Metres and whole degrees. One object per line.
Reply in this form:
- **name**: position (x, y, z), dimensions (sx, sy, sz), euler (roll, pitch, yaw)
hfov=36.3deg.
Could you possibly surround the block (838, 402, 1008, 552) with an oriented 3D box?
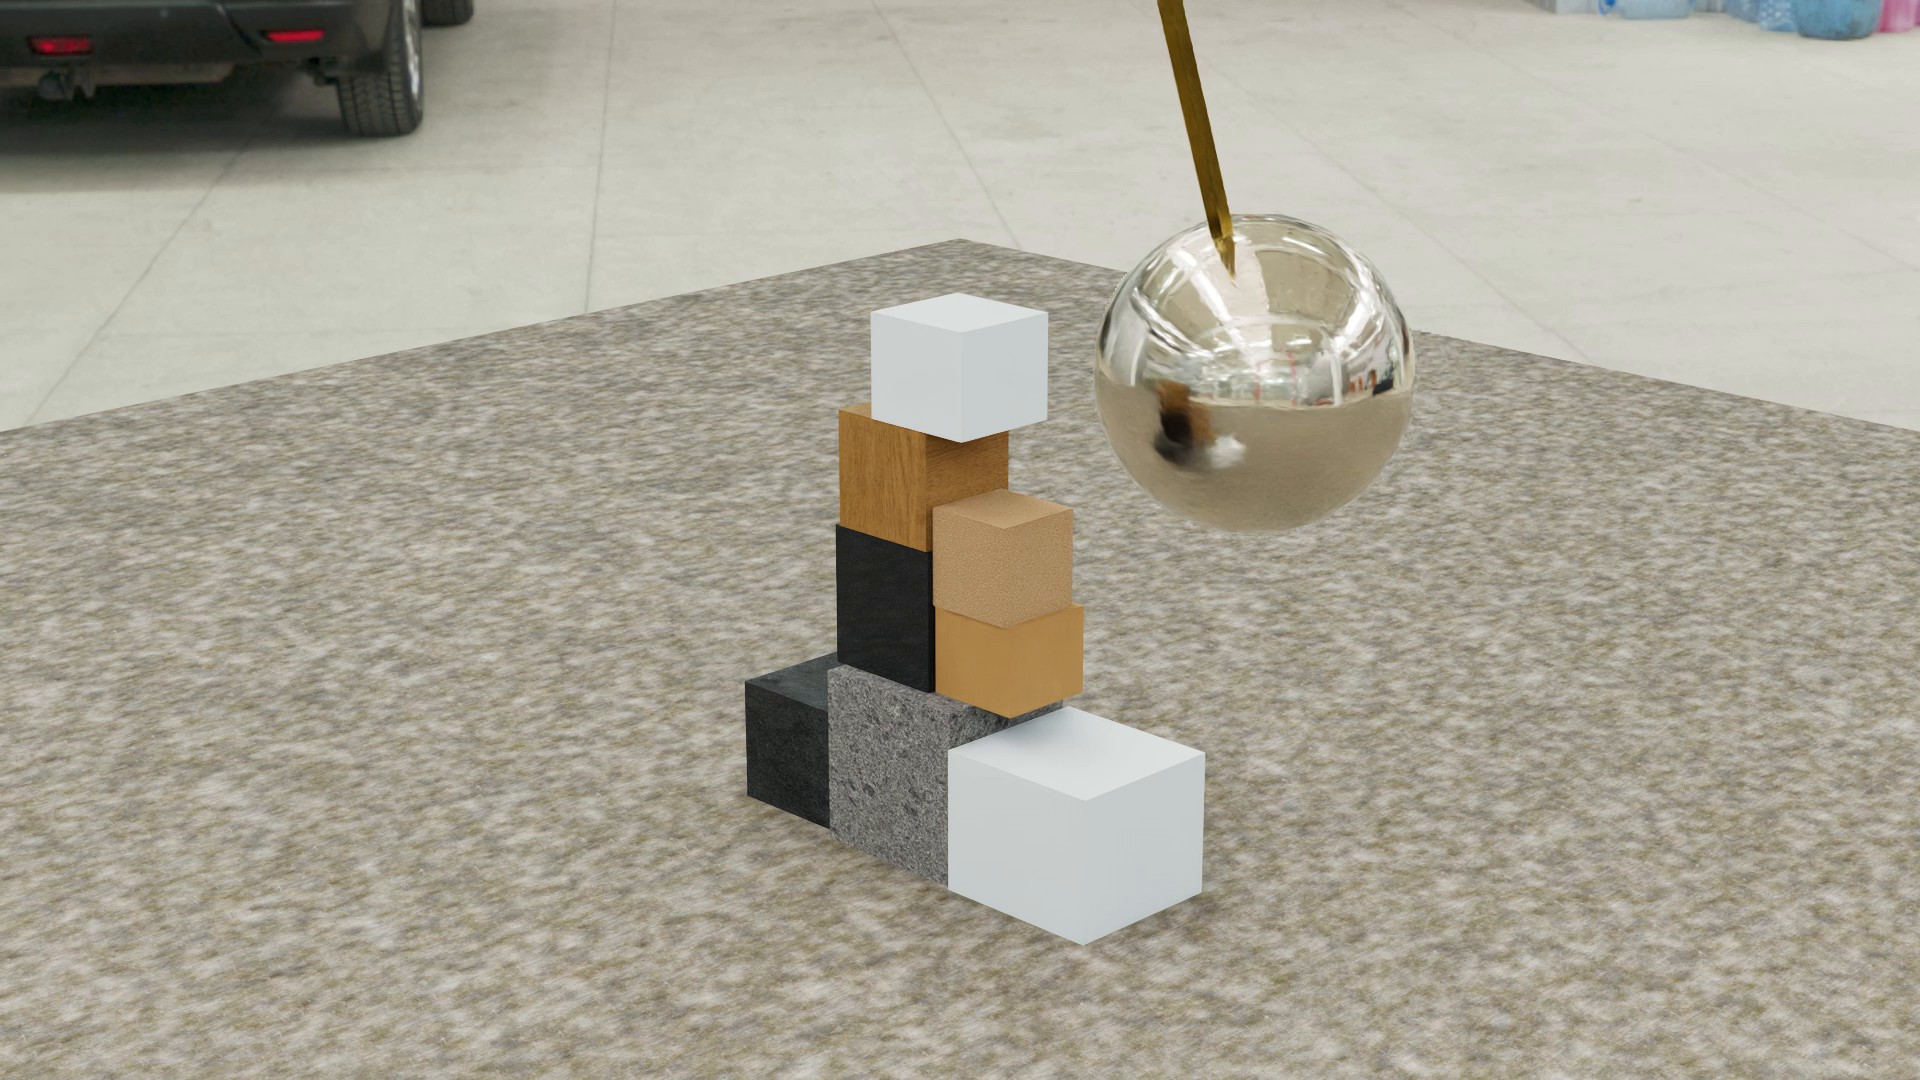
- **block**: position (-0.166, -0.326, 13.404), dimensions (0.529, 0.554, 0.564), euler (-17, 24, -42)

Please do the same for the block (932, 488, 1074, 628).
- **block**: position (0.191, 0.076, 13.140), dimensions (0.440, 0.459, 0.447), euler (-17, 24, -42)

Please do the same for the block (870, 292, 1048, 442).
- **block**: position (-0.003, -0.777, 13.095), dimensions (0.545, 0.493, 0.570), euler (-17, 24, -42)

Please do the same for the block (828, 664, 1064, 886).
- **block**: position (-0.068, 1.014, 13.715), dimensions (0.742, 0.842, 0.804), euler (-17, 24, -42)

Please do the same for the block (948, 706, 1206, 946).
- **block**: position (0.520, 1.267, 13.183), dimensions (0.790, 0.678, 0.832), euler (-17, 24, -42)

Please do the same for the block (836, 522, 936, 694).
- **block**: position (-0.164, 0.253, 13.609), dimensions (0.552, 0.674, 0.609), euler (-17, 24, -42)

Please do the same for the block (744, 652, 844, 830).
- **block**: position (-0.582, 0.970, 14.264), dimensions (0.637, 0.597, 0.663), euler (-17, 24, -42)

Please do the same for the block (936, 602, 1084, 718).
- **block**: position (0.224, 0.494, 13.272), dimensions (0.472, 0.416, 0.474), euler (-17, 24, -42)

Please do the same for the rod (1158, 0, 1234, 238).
- **rod**: position (0.636, -3.622, 12.870), dimensions (0.080, 5.200, 0.080), euler (17, 44, 42)

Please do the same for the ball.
- **ball**: position (1.467, -0.828, 14.619), dimensions (1.600, 1.600, 1.600), euler (0, 17, 0)
